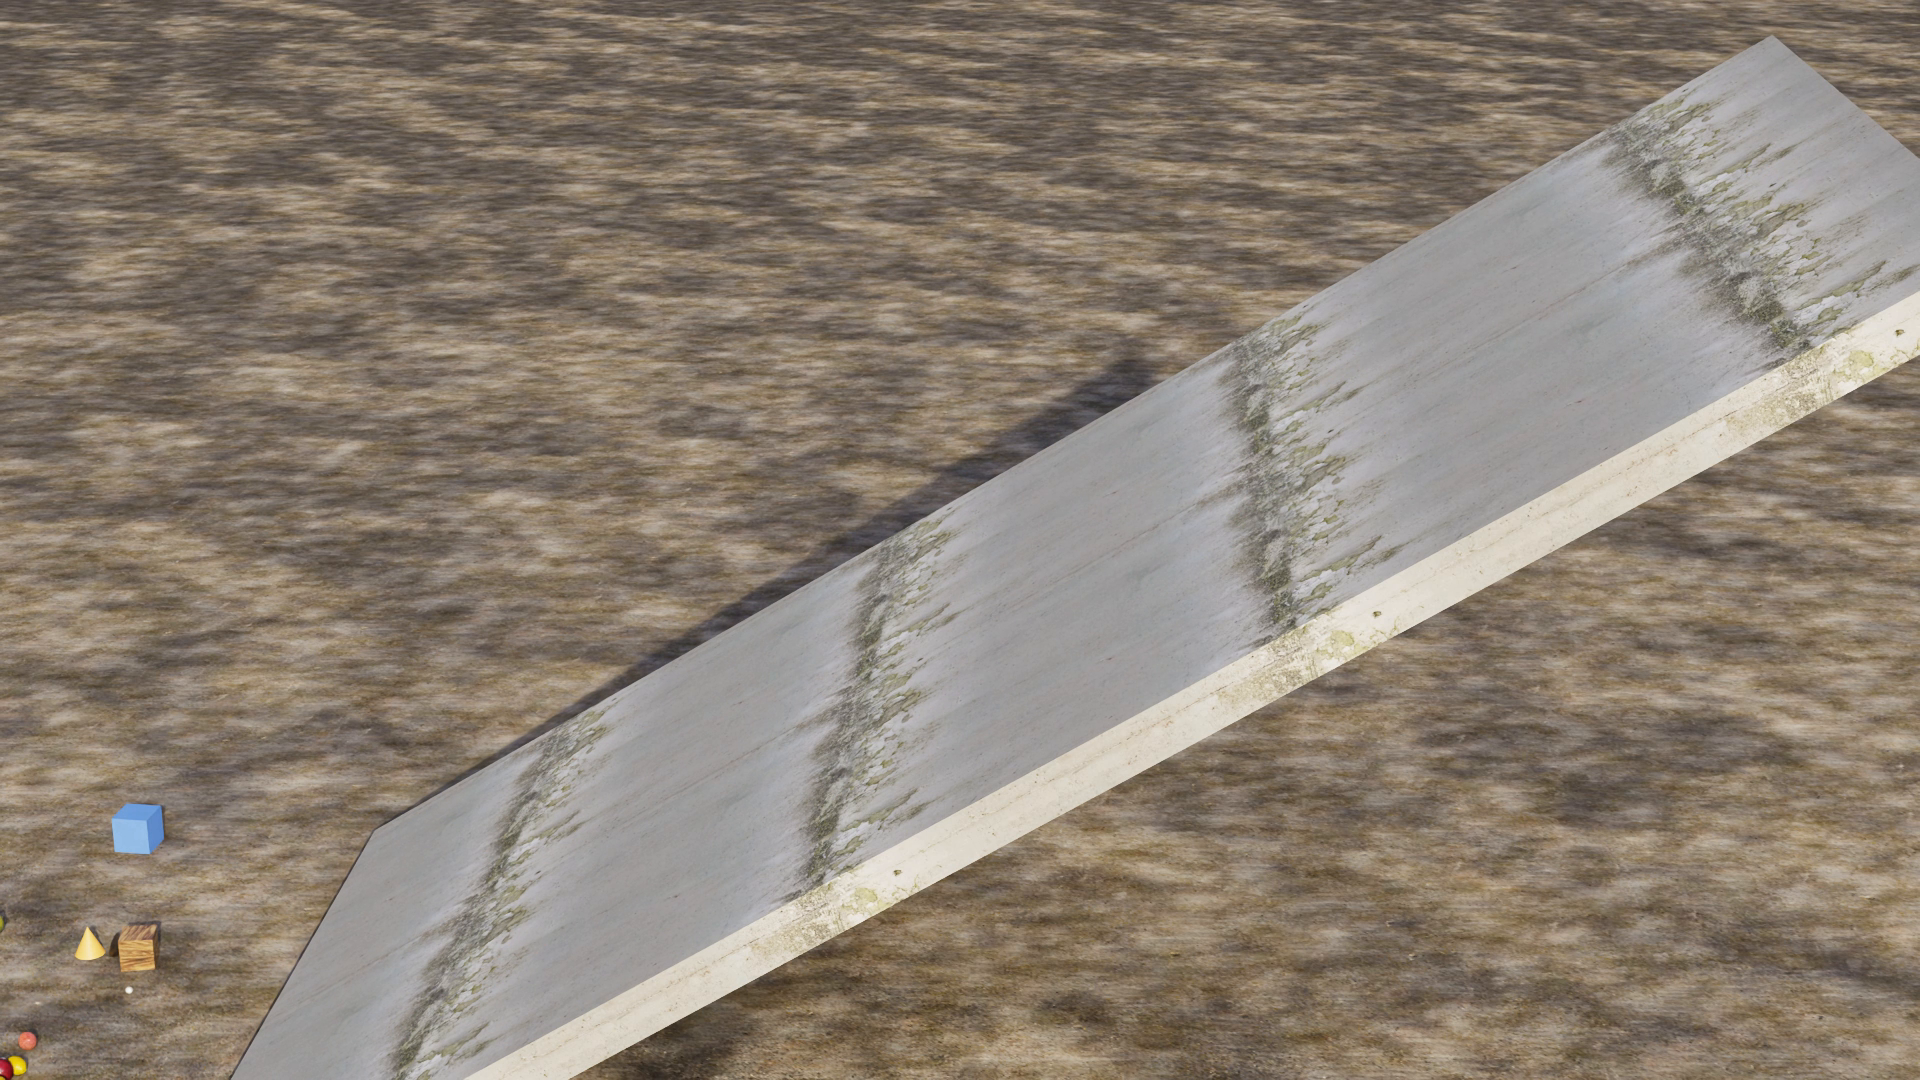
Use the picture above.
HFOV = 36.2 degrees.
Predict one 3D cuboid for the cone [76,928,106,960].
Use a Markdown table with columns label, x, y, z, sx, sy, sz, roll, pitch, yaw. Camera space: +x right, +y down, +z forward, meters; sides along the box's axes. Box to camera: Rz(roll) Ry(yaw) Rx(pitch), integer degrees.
| label | x | y | z | sx | sy | sz | roll | pitch | yaw |
| --- | --- | --- | --- | --- | --- | --- | --- | --- | --- |
| cone | -2.128 | 0.977 | 7.185 | 0.072 | 0.072 | 0.072 | 0 | 19 | 0 |

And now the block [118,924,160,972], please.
| label | x | y | z | sx | sy | sz | roll | pitch | yaw |
| --- | --- | --- | --- | --- | --- | --- | --- | --- | --- |
| block | -1.992 | 0.990 | 7.135 | 0.080 | 0.080 | 0.080 | -2 | 20 | -6 |

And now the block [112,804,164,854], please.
| label | x | y | z | sx | sy | sz | roll | pitch | yaw |
| --- | --- | --- | --- | --- | --- | --- | --- | --- | --- |
| block | -2.168 | 0.761 | 7.758 | 0.096 | 0.096 | 0.096 | 3 | 20 | 8 |

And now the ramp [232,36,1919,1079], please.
| label | x | y | z | sx | sy | sz | roll | pitch | yaw |
| --- | --- | --- | --- | --- | --- | --- | --- | --- | --- |
| ramp | 0.141 | 0.169 | 6.289 | 4.000 | 0.100 | 2.000 | -29 | 15 | 13 |
